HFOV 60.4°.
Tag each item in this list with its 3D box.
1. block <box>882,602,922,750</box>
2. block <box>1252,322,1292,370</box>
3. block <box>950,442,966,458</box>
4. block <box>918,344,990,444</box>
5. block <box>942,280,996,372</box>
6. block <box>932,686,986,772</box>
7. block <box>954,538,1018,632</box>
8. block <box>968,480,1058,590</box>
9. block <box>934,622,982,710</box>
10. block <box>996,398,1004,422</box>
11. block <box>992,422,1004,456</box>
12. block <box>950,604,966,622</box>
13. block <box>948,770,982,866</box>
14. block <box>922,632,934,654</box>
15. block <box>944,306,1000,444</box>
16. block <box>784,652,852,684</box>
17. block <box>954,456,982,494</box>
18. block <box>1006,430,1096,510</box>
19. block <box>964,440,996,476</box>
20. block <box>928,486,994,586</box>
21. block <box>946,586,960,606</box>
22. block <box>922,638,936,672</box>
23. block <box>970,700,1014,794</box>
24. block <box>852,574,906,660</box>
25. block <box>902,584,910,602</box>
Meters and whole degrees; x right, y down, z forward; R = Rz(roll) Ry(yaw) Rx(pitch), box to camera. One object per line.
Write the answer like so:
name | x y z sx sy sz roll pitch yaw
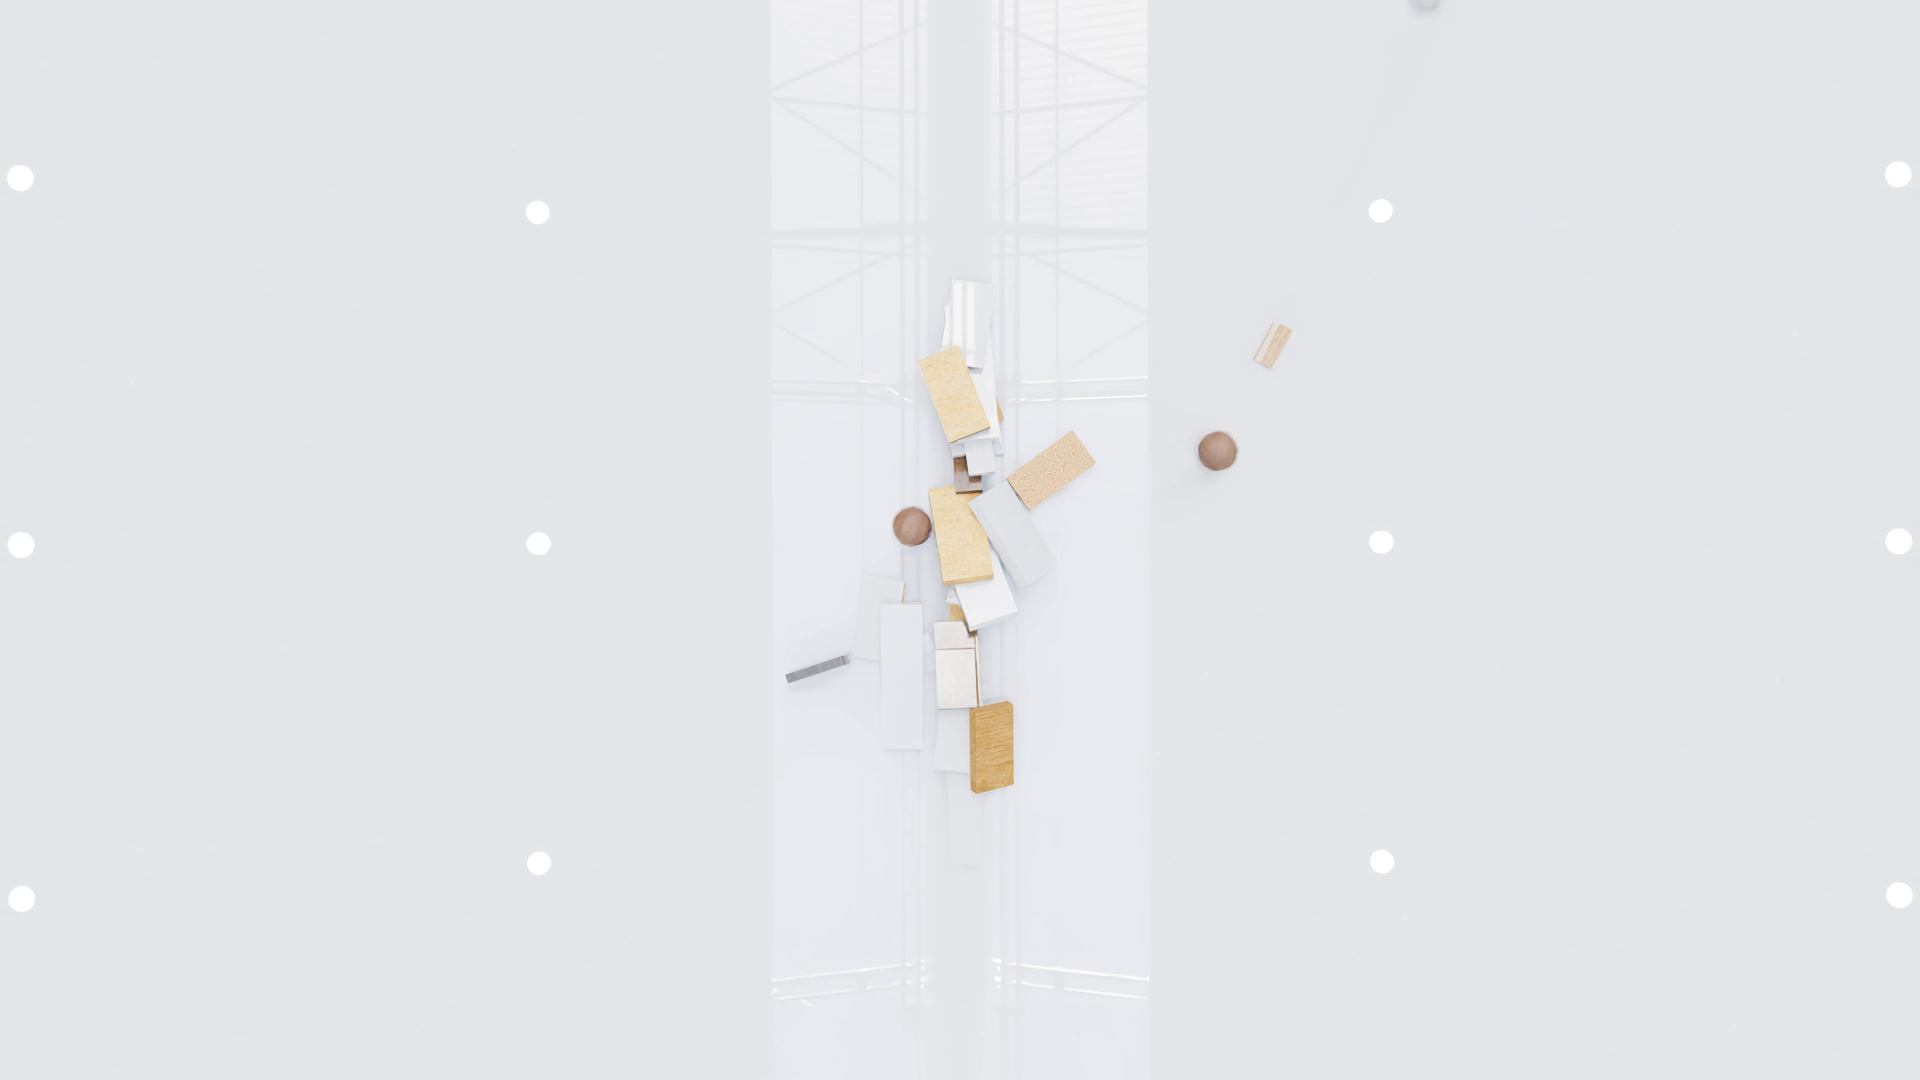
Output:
block | -0.191 0.449 5.440 0.135 0.038 0.488 0 100 0
block | 1.040 -0.649 5.490 0.072 0.020 0.144 28 90 0
block | 0.006 -0.366 5.466 0.089 0.025 0.177 -8 77 -1
block | -0.019 -0.474 5.359 0.143 0.041 0.286 -21 88 2
block | 0.025 -0.707 5.426 0.143 0.041 0.286 8 80 2
block | -0.001 0.618 5.449 0.143 0.040 0.285 7 90 0
block | 0.055 0.119 5.407 0.165 0.047 0.330 -18 69 -7
block | 0.175 -0.018 5.426 0.165 0.047 0.330 -31 90 -44
block | -0.008 0.412 5.423 0.143 0.040 0.285 -3 77 -2
block | 0.088 -0.456 5.469 0.072 0.020 0.144 -19 90 0
block | 0.083 -0.453 5.490 0.072 0.020 0.346 -9 90 0
block | 0.001 0.200 5.490 0.070 0.020 0.140 1 90 0
block | 0.013 0.808 5.485 0.107 0.030 0.540 -1 90 0
block | -0.150 0.356 5.461 0.117 0.017 0.059 -23 90 0
block | 0.039 -0.552 5.438 0.143 0.041 0.461 -5 80 0
block | -0.466 0.422 5.446 0.214 0.107 0.030 -18 90 0
block | 0.024 -0.241 5.458 0.089 0.025 0.177 -5 70 0
block | 0.302 -0.230 5.481 0.271 0.038 0.135 -36 90 0
block | 0.061 -0.302 5.425 0.089 0.025 0.177 -8 77 -1
block | 0.002 -0.021 5.412 0.165 0.047 0.330 -8 68 -3
block | 0.004 0.145 5.436 0.070 0.020 0.140 11 71 4
block | -0.072 0.377 5.485 0.214 0.030 0.107 -11 90 0
block | 0.105 0.680 5.409 0.143 0.040 0.285 -10 109 -27
block | -0.270 0.260 5.466 0.135 0.038 0.271 9 96 1
block | -0.217 0.199 5.492 0.059 0.017 0.117 21 90 0
